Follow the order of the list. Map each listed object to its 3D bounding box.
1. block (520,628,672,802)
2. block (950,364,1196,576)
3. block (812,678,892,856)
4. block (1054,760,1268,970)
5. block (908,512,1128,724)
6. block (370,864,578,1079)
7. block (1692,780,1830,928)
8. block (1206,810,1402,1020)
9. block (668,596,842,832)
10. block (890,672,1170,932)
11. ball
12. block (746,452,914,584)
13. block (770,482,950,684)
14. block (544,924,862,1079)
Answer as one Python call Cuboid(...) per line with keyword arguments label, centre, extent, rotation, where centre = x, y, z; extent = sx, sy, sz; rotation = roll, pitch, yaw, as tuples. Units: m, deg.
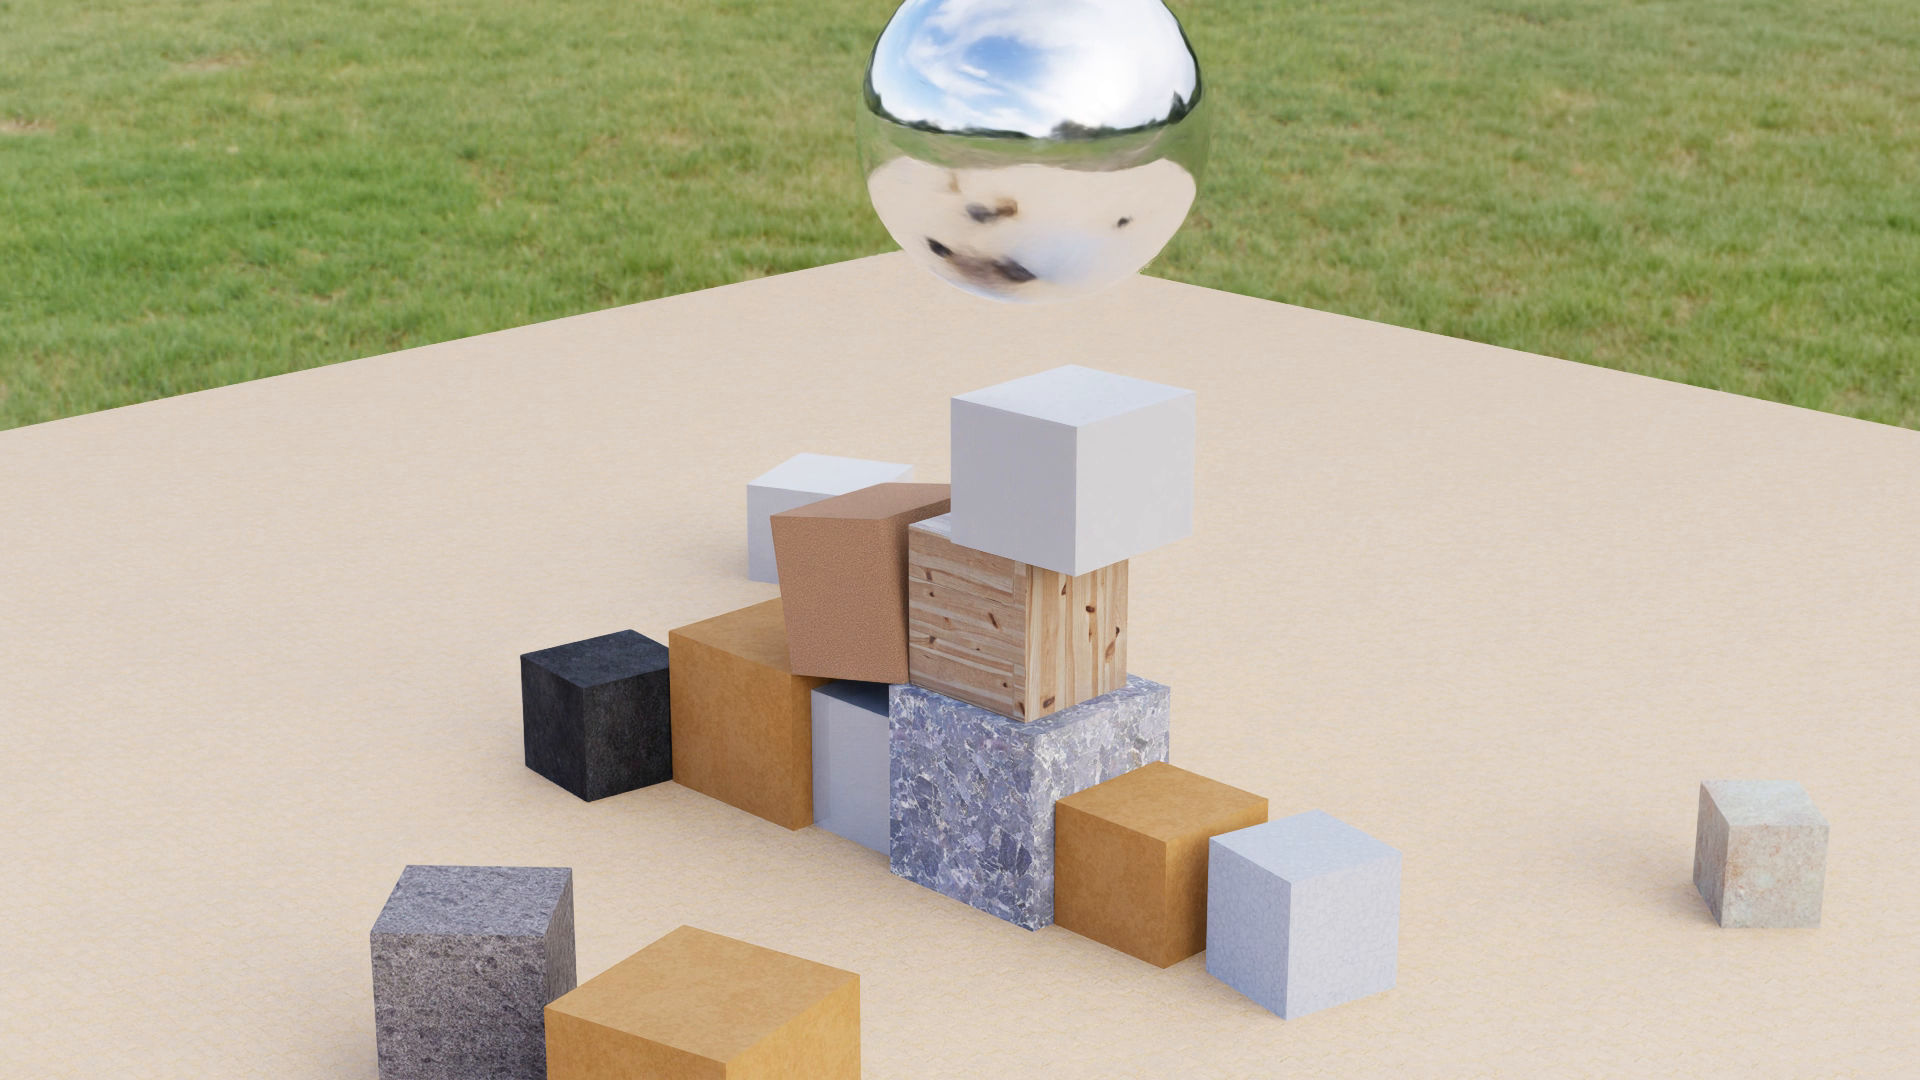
Cuboid(label="block", centre=(-1.745, 0.866, 14.601), extent=(0.641, 0.593, 0.607), rotation=(-13, 22, -36))
Cuboid(label="block", centre=(0.490, -0.316, 12.703), extent=(0.711, 0.652, 0.792), rotation=(15, 23, 40))
Cuboid(label="block", centre=(-0.242, 1.033, 13.909), extent=(0.645, 0.688, 0.655), rotation=(-17, 24, -42))
Cuboid(label="block", centre=(0.882, 1.413, 12.870), extent=(0.674, 0.587, 0.642), rotation=(-17, 24, -42))
Cuboid(label="block", centre=(0.261, 0.294, 13.105), extent=(0.713, 0.752, 0.668), rotation=(16, 24, 42))
Cuboid(label="block", centre=(-1.889, 1.756, 11.496), extent=(0.664, 0.756, 0.637), rotation=(1, 17, 2))
Cuboid(label="block", centre=(3.565, 1.398, 13.075), extent=(0.436, 0.493, 0.520), rotation=(0, 17, 0))
Cuboid(label="block", centre=(1.441, 1.567, 12.330), extent=(0.585, 0.617, 0.551), rotation=(-11, 20, -31))
Cuboid(label="block", centre=(-0.798, 0.820, 14.415), extent=(0.889, 0.791, 0.878), rotation=(17, 24, 42))
Cuboid(label="block", centre=(0.314, 1.095, 13.335), extent=(0.884, 0.915, 0.907), rotation=(-17, 24, -42))
Cuboid(label="ball", centre=(0.325, -1.850, 13.101), extent=(1.600, 1.600, 1.600), rotation=(0, 17, 0))
Cuboid(label="block", centre=(-0.773, -0.105, 17.678), extent=(0.760, 0.600, 0.752), rotation=(7, 19, 21))
Cuboid(label="block", centre=(-0.312, 0.186, 13.647), extent=(0.731, 0.760, 0.754), rotation=(2, 14, 44))
Cuboid(label="block", centre=(-0.914, 2.004, 10.579), extent=(0.796, 0.834, 0.808), rotation=(11, 20, 31))
